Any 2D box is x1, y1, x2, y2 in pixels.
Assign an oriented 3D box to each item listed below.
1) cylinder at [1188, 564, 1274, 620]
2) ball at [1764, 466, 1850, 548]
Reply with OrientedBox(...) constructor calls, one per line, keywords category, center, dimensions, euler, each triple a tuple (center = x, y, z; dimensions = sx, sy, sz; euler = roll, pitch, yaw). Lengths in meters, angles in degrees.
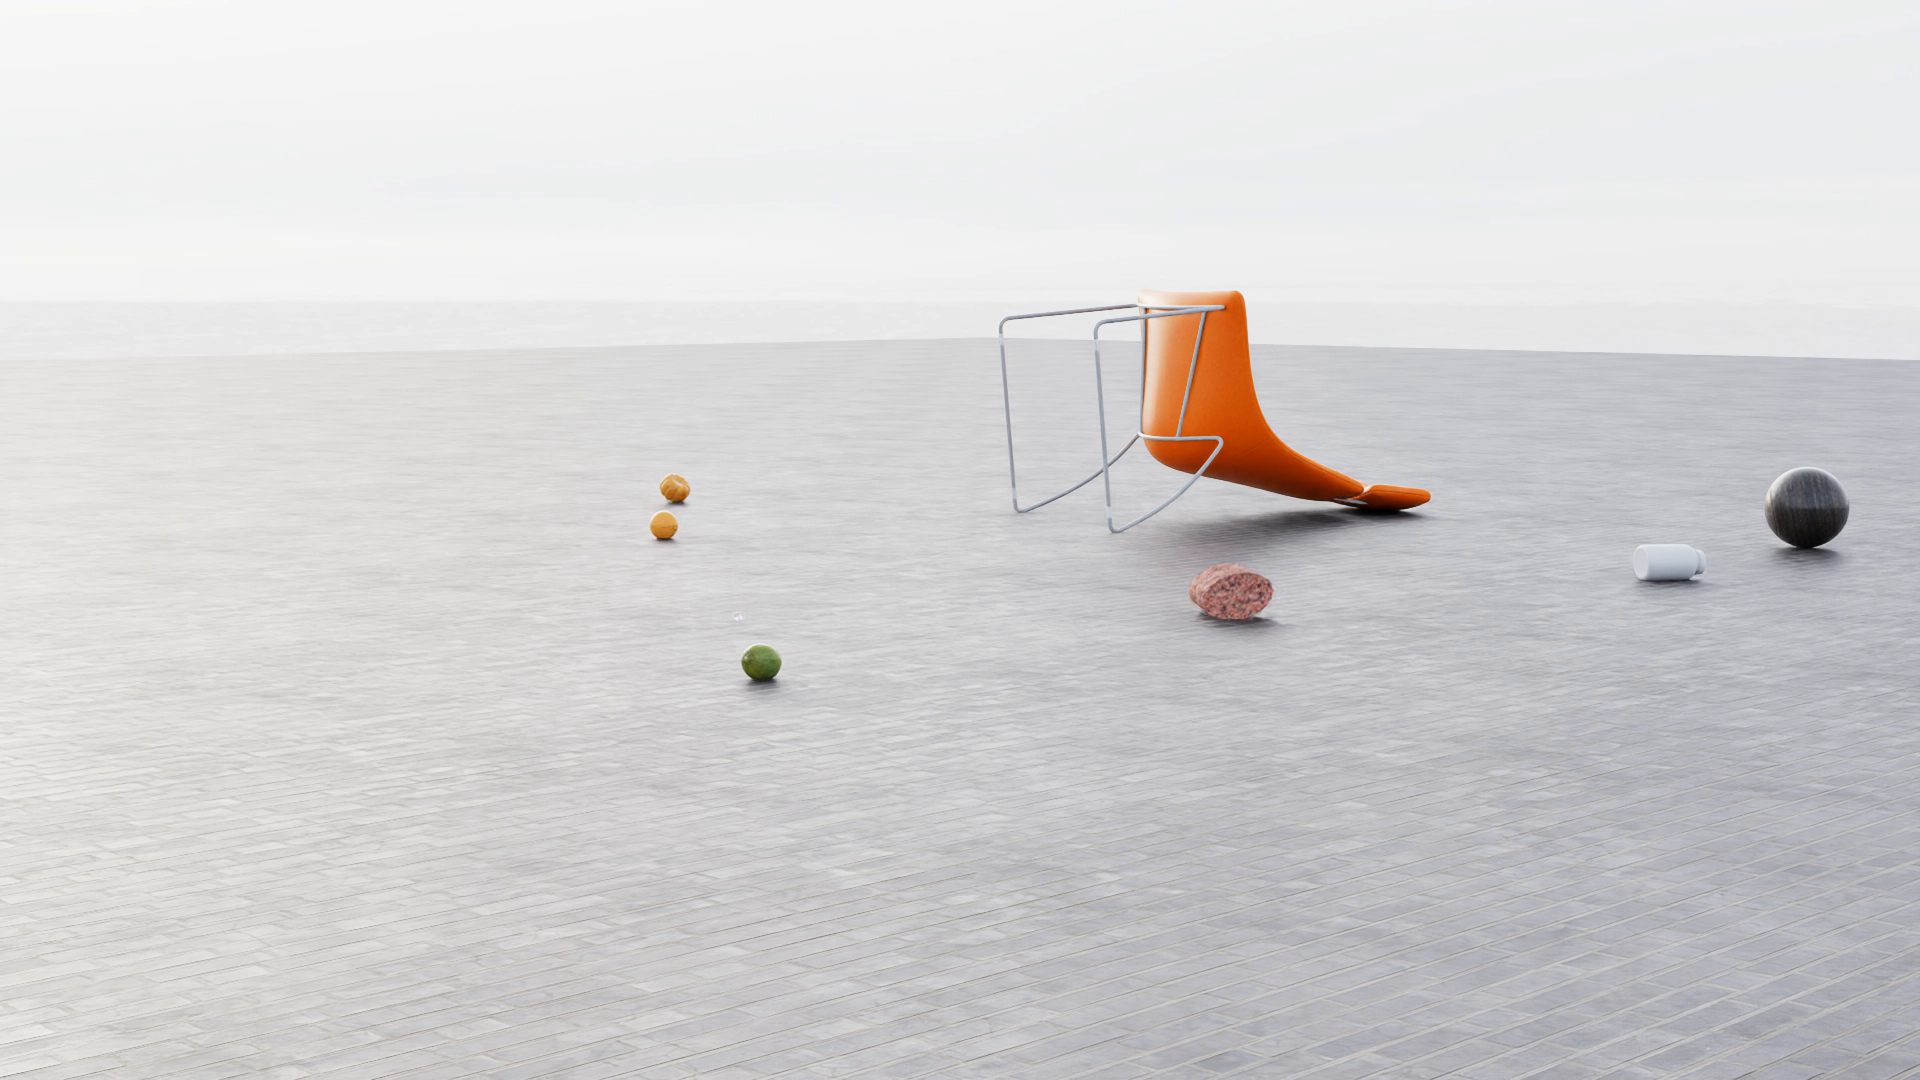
OrientedBox(category="cylinder", center=(0.527, 0.100, 4.996), dimensions=(0.138, 0.088, 0.163), euler=(-14, 7, -3))
OrientedBox(category="ball", center=(2.054, -0.080, 6.223), dimensions=(0.197, 0.197, 0.197), euler=(0, 6, 0))
